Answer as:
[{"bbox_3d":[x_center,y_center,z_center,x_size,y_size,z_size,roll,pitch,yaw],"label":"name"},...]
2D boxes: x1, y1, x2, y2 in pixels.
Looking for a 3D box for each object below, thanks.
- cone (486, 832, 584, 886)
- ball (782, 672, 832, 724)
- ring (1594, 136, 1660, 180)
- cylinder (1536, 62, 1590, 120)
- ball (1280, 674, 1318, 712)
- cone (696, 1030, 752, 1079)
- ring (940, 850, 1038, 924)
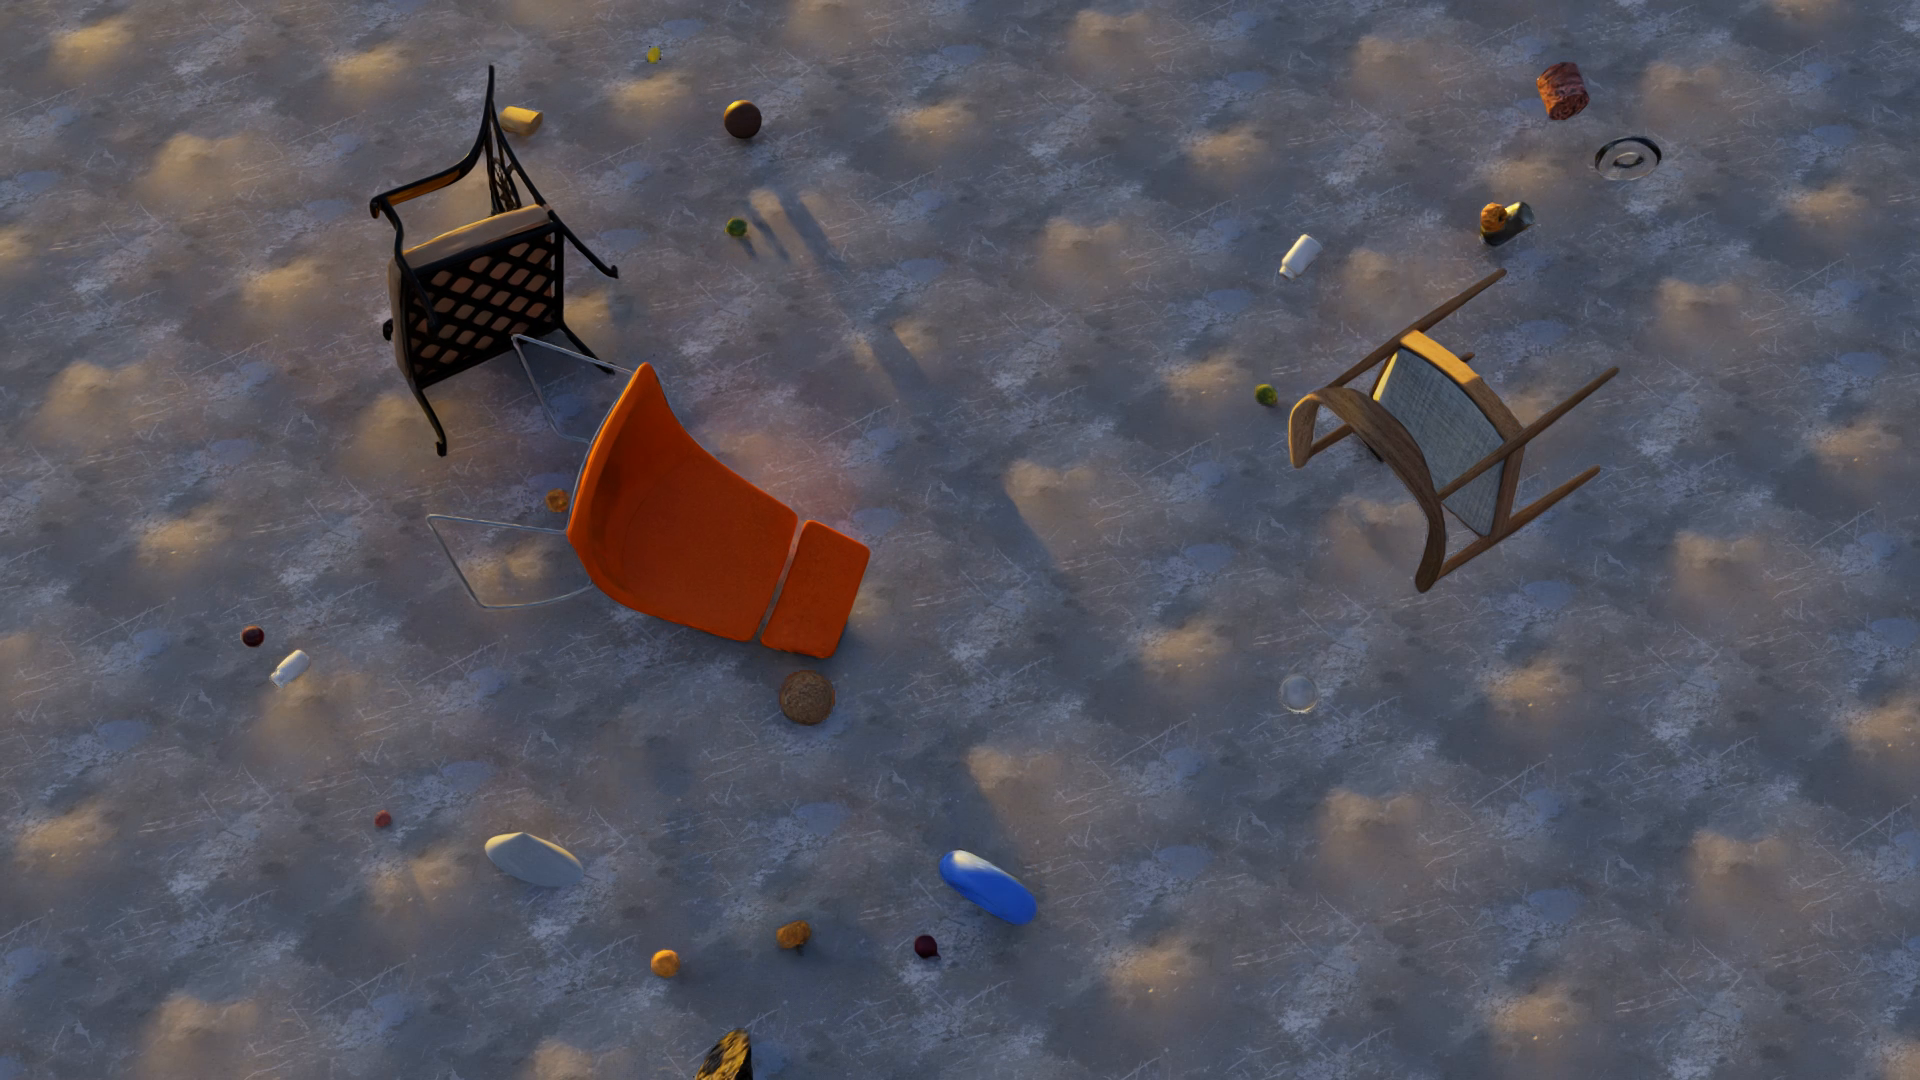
[{"bbox_3d":[-1.160,0.824,5.918,0.291,0.170,0.128,17,58,11],"label":"cone"},{"bbox_3d":[-0.431,0.445,6.191,0.146,0.146,0.146,0,56,0],"label":"ball"},{"bbox_3d":[2.216,-1.266,7.300,0.213,0.207,0.049,0,59,6],"label":"ring"},{"bbox_3d":[2.002,-1.490,7.301,0.137,0.191,0.122,-19,75,8],"label":"cylinder"},{"bbox_3d":[0.959,0.433,6.218,0.109,0.109,0.109,0,56,0],"label":"ball"},{"bbox_3d":[-0.566,1.375,5.604,0.194,0.121,0.232,-35,21,24],"label":"cone"},{"bbox_3d":[0.075,0.919,5.825,0.297,0.225,0.090,27,73,23],"label":"ring"}]
